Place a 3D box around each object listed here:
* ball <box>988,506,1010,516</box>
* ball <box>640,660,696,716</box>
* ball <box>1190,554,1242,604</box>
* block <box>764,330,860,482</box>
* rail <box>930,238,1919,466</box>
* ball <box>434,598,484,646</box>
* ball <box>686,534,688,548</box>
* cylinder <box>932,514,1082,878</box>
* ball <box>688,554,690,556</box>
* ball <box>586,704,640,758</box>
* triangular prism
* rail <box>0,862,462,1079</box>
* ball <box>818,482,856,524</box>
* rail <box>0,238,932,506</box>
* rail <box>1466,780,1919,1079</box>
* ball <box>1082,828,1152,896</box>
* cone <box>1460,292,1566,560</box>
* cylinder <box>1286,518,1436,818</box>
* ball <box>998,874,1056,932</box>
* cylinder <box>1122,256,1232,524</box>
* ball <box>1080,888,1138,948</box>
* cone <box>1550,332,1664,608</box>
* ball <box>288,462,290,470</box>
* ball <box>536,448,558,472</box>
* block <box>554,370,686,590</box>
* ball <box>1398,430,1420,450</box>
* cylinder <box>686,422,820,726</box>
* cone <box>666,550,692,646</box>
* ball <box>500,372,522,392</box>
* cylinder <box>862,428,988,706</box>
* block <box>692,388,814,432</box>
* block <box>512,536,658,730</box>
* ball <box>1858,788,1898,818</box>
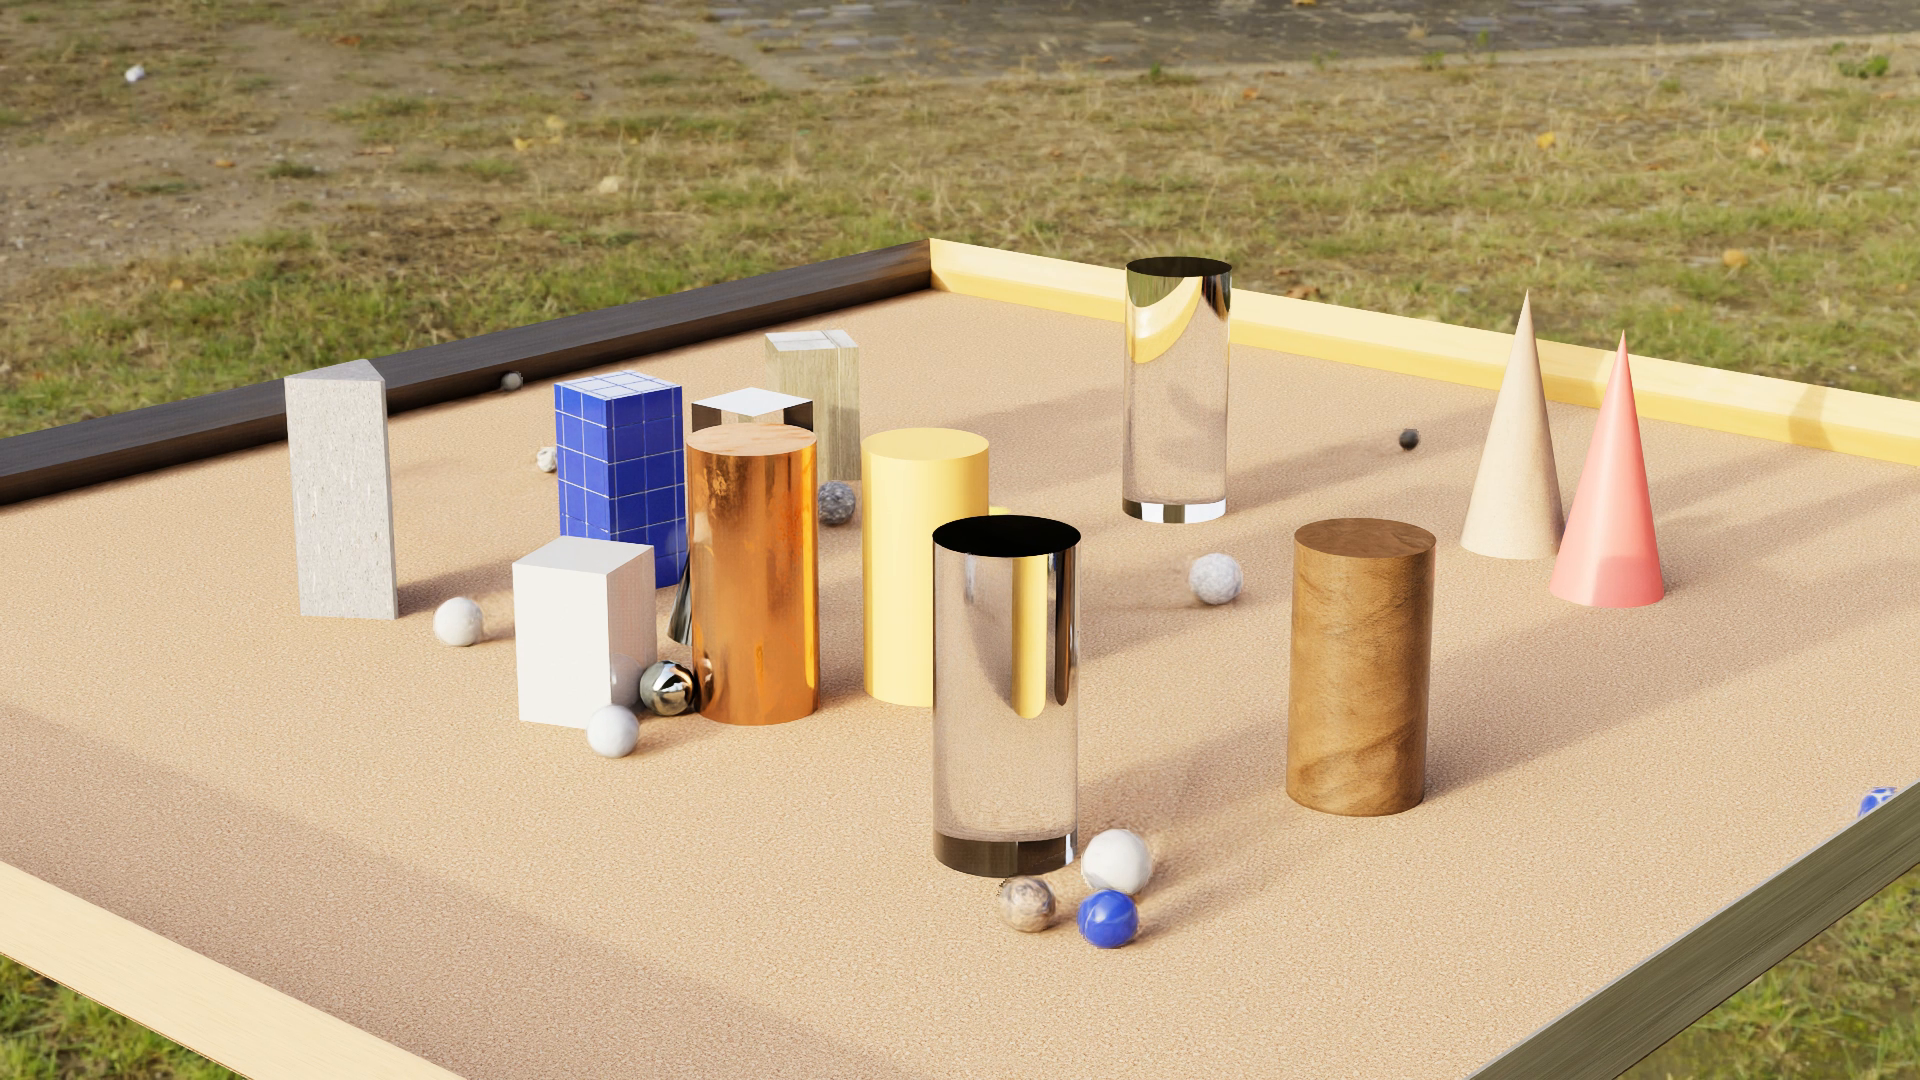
[{"bbox_3d":[0.065,-0.027,5.423,0.071,0.071,0.071,0,17,0],"label":"ball"},{"bbox_3d":[-0.453,0.229,4.545,0.087,0.087,0.087,0,17,0],"label":"ball"},{"bbox_3d":[0.442,0.068,5.077,0.089,0.089,0.089,0,17,0],"label":"ball"},{"bbox_3d":[-0.295,-0.267,5.870,0.160,0.272,0.160,-4,17,-13],"label":"block"},{"bbox_3d":[1.243,-0.380,6.491,3.542,0.130,0.045,14,22,39],"label":"rail"},{"bbox_3d":[-0.830,0.136,4.864,0.081,0.081,0.081,0,17,0],"label":"ball"},{"bbox_3d":[-0.531,0.003,5.312,0.077,0.077,0.077,0,17,0],"label":"ball"},{"bbox_3d":[0.062,0.210,3.975,0.200,0.451,0.200,0,17,0],"label":"cylinder"},{"bbox_3d":[-0.430,0.028,5.192,0.100,0.100,0.100,0,17,0],"label":"ball"},{"bbox_3d":[-0.517,0.285,4.374,0.079,0.079,0.079,0,17,0],"label":"ball"},{"bbox_3d":[-1.036,-0.090,5.030,0.173,0.418,0.150,2,17,8],"label":"triangular prism"},{"bbox_3d":[-1.243,0.445,3.748,3.542,0.130,0.045,14,22,39],"label":"rail"},{"bbox_3d":[-0.238,-0.070,5.550,0.079,0.079,0.079,0,17,0],"label":"ball"},{"bbox_3d":[-1.319,-0.298,6.217,0.045,0.130,3.840,14,22,39],"label":"rail"},{"bbox_3d":[1.319,0.363,4.023,0.045,0.130,3.840,14,22,39],"label":"rail"},{"bbox_3d":[0.208,0.428,3.877,0.091,0.091,0.091,0,17,0],"label":"ball"},{"bbox_3d":[1.026,-0.224,5.365,0.200,0.481,0.200,0,17,0],"label":"cone"},{"bbox_3d":[0.572,0.180,4.192,0.200,0.384,0.200,0,17,0],"label":"cylinder"},{"bbox_3d":[0.086,0.468,3.773,0.075,0.075,0.075,0,17,0],"label":"ball"},{"bbox_3d":[0.412,-0.287,5.586,0.200,0.475,0.200,0,17,0],"label":"cylinder"},{"bbox_3d":[0.190,0.481,3.728,0.075,0.075,0.075,0,17,0],"label":"ball"},{"bbox_3d":[1.138,-0.137,5.094,0.200,0.470,0.200,0,17,0],"label":"cone"},{"bbox_3d":[-1.282,-0.145,5.792,0.085,0.085,0.085,0,17,0],"label":"ball"},{"bbox_3d":[-0.829,-0.161,5.907,0.048,0.048,0.048,0,17,0],"label":"ball"},{"bbox_3d":[-0.597,-0.100,5.166,0.160,0.358,0.160,-14,22,-38],"label":"block"},{"bbox_3d":[0.929,-0.206,6.068,0.042,0.042,0.042,0,17,0],"label":"ball"},{"bbox_3d":[-0.318,0.051,4.541,0.200,0.430,0.200,0,17,0],"label":"cylinder"},{"bbox_3d":[-0.396,-0.008,4.905,0.200,0.334,0.200,0,17,0],"label":"cone"},{"bbox_3d":[-1.003,-0.352,6.544,0.046,0.046,0.046,0,17,0],"label":"ball"},{"bbox_3d":[-0.055,0.041,4.629,0.200,0.399,0.200,0,17,0],"label":"cylinder"},{"bbox_3d":[-0.387,-0.140,5.496,0.160,0.246,0.160,14,22,38],"label":"block"},{"bbox_3d":[-0.578,0.144,4.540,0.160,0.253,0.160,6,18,20],"label":"block"},{"bbox_3d":[1.283,0.381,4.064,0.073,0.073,0.073,0,17,0],"label":"ball"}]
